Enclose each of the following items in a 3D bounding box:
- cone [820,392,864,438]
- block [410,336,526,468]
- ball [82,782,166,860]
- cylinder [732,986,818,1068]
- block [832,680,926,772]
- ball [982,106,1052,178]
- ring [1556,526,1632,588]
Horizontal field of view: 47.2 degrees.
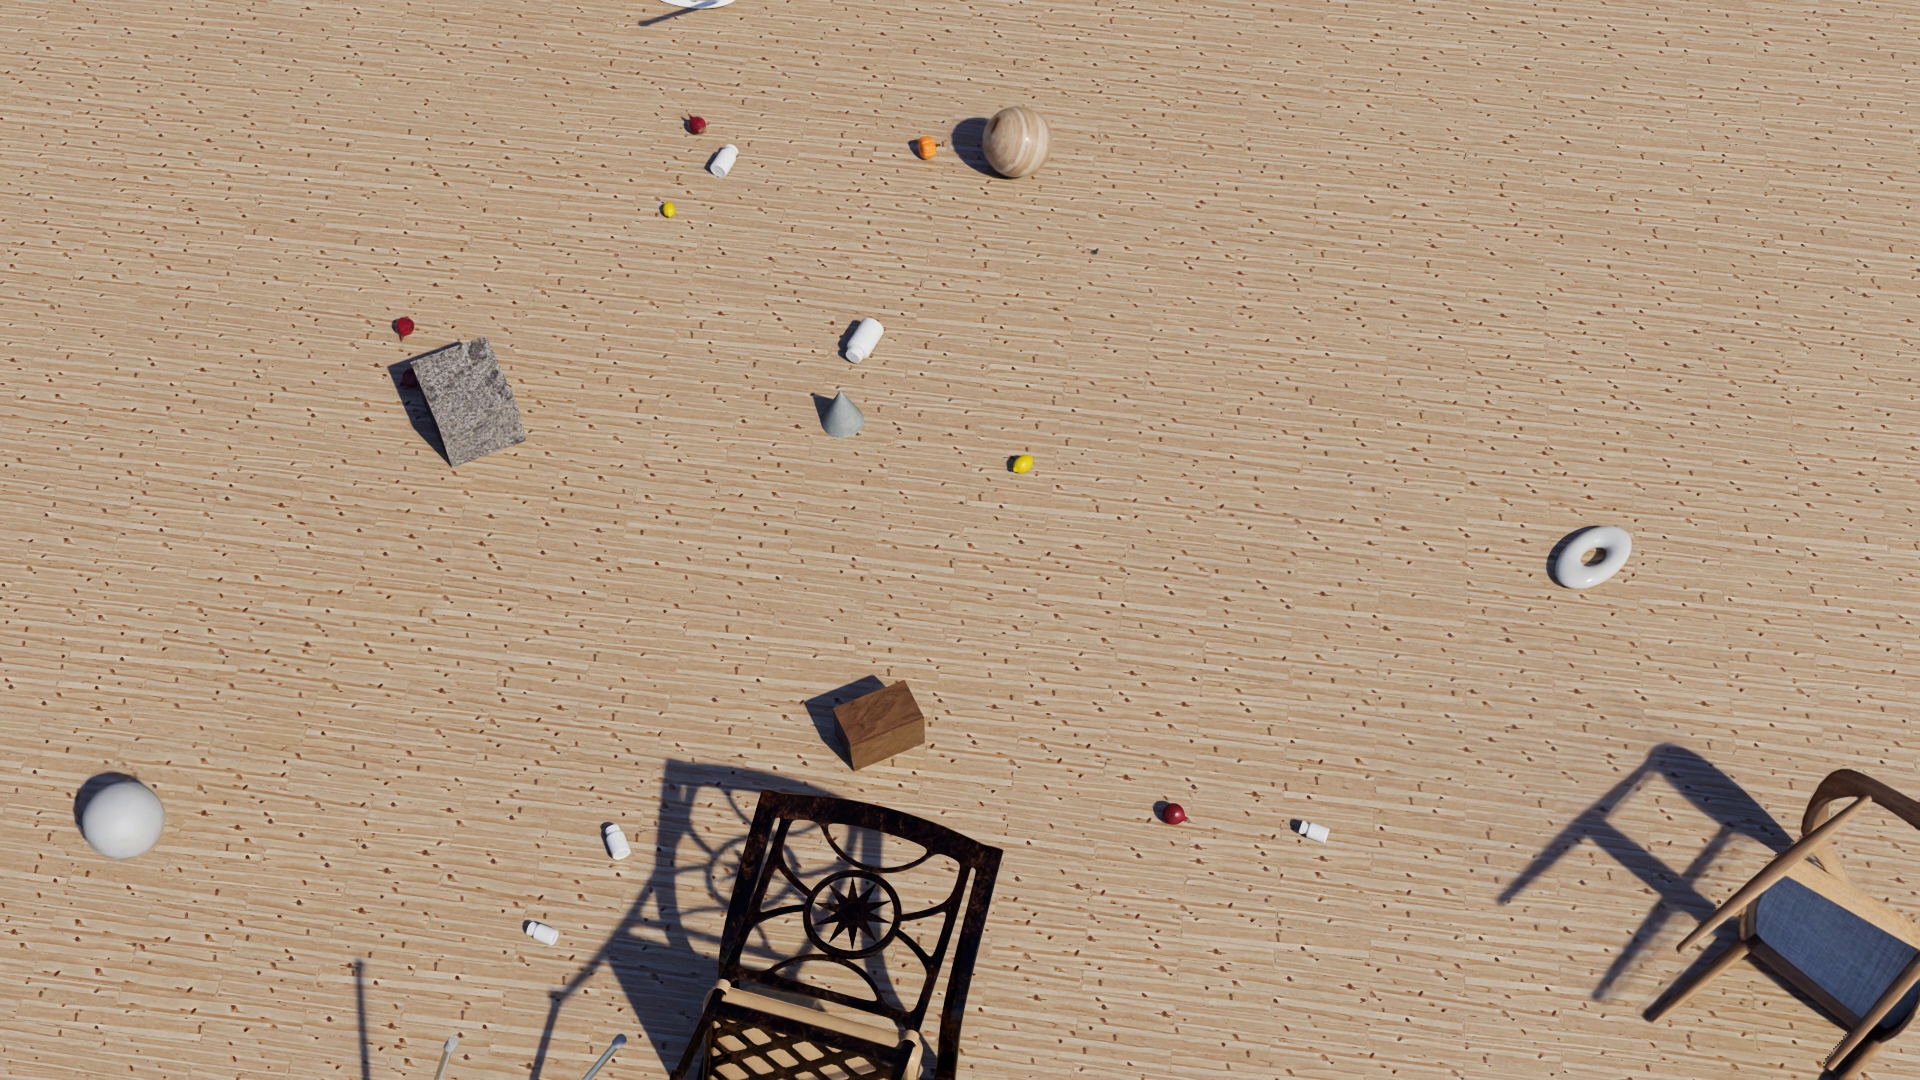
[{"bbox_3d":[-0.365,-0.413,6.759,0.134,0.154,0.135,-3,56,-2],"label":"cone"},{"bbox_3d":[-1.503,-0.424,6.730,0.241,0.212,0.270,-22,59,-14],"label":"block"},{"bbox_3d":[-2.258,0.757,5.939,0.210,0.210,0.210,0,56,0],"label":"ball"},{"bbox_3d":[-0.476,1.251,5.661,0.180,0.122,0.186,10,55,6],"label":"cylinder"},{"bbox_3d":[-0.226,0.518,6.140,0.218,0.143,0.135,-21,59,-14],"label":"block"},{"bbox_3d":[0.190,-1.326,7.323,0.234,0.234,0.234,0,56,0],"label":"ball"},{"bbox_3d":[1.876,0.051,6.510,0.283,0.050,0.161,-34,62,-20],"label":"ring"}]
